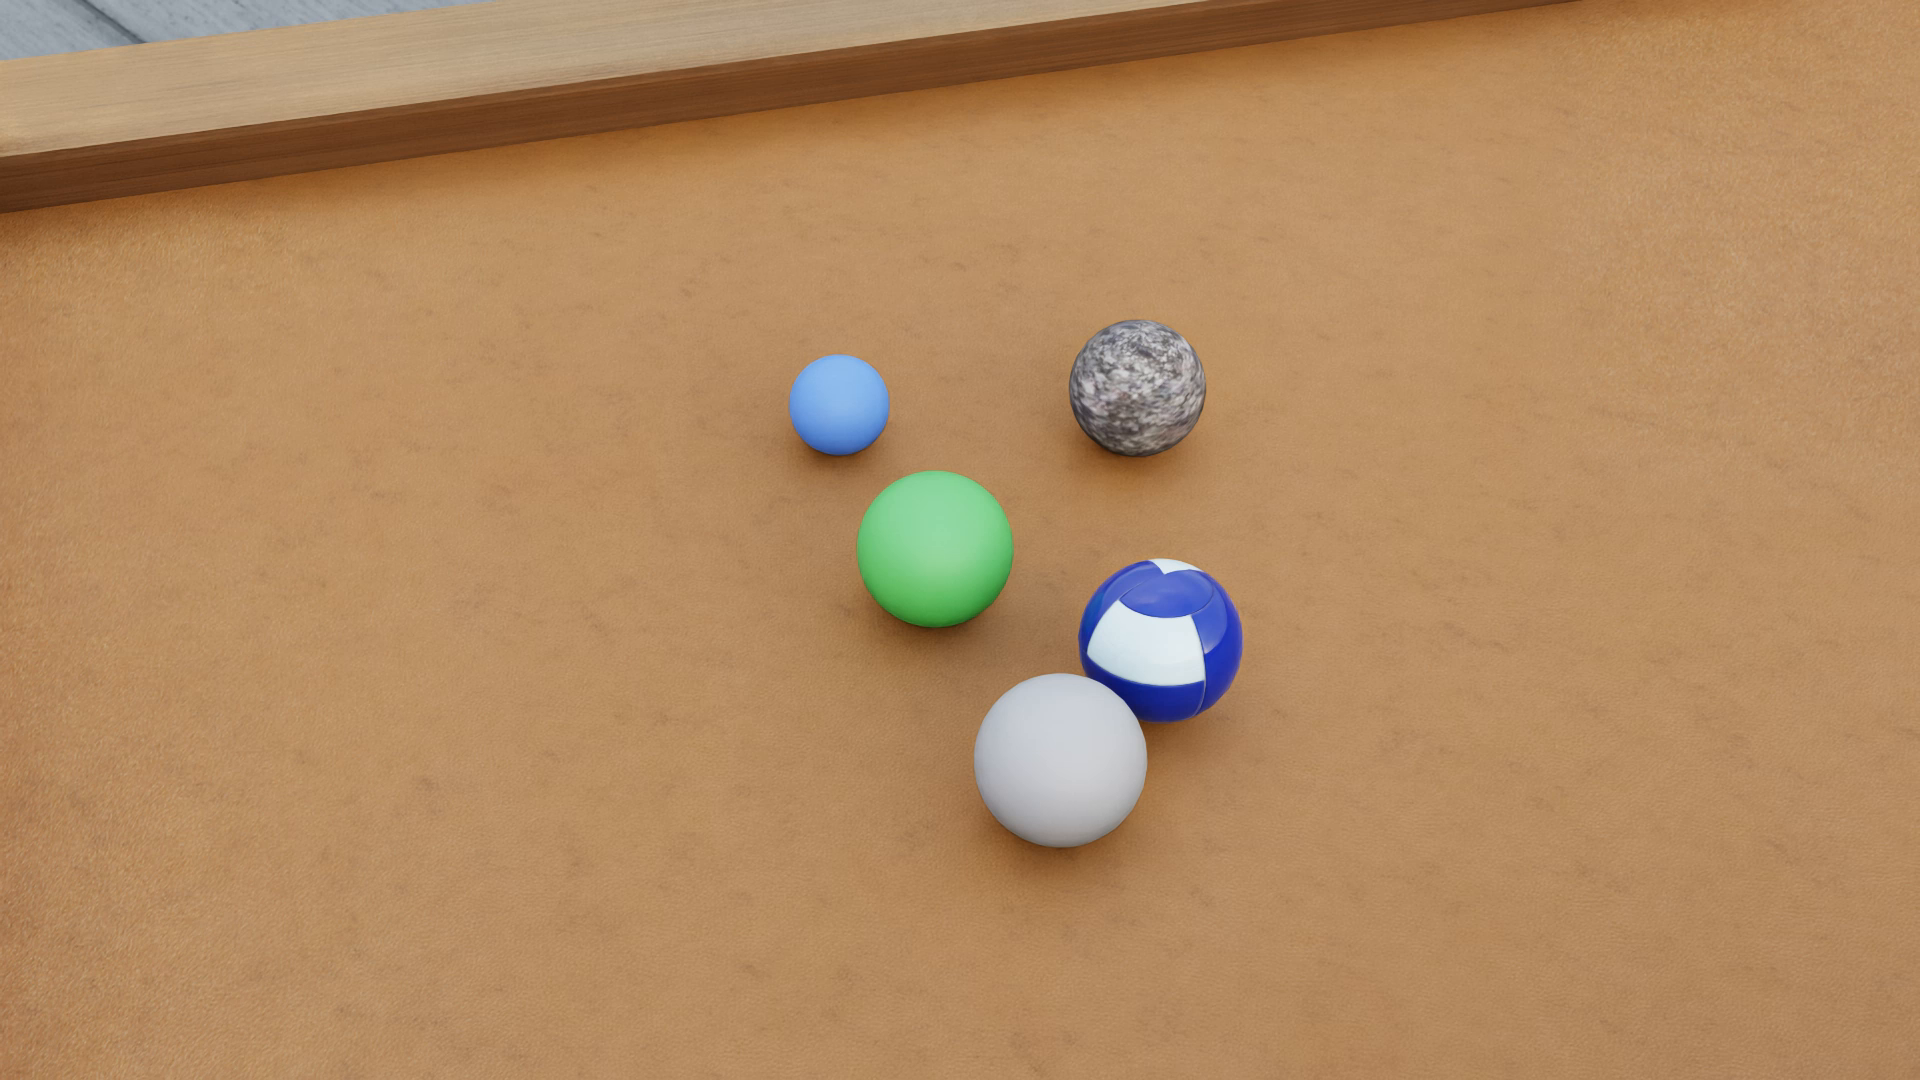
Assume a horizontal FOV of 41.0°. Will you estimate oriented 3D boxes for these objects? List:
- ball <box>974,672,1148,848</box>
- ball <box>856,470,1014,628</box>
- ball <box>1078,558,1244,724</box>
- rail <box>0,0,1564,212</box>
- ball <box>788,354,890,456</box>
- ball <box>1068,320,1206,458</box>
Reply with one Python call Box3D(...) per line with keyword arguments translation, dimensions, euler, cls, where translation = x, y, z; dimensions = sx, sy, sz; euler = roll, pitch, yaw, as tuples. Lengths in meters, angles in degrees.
Box3D(translation=(0.055, 0.121, 1.413), dimensions=(0.096, 0.096, 0.096), euler=(0, 35, 0), cls="ball")
Box3D(translation=(-0.015, 0.006, 1.577), dimensions=(0.097, 0.097, 0.097), euler=(0, 35, 0), cls="ball")
Box3D(translation=(0.117, 0.059, 1.501), dimensions=(0.097, 0.097, 0.097), euler=(0, 35, 0), cls="ball")
Box3D(translation=(0.401, -0.509, 2.282), dimensions=(2.557, 0.126, 0.045), euler=(-10, 36, -14), cls="rail")
Box3D(translation=(-0.082, -0.092, 1.740), dimensions=(0.068, 0.068, 0.068), euler=(0, 35, 0), cls="ball")
Box3D(translation=(0.120, -0.103, 1.735), dimensions=(0.093, 0.093, 0.093), euler=(0, 35, 0), cls="ball")
